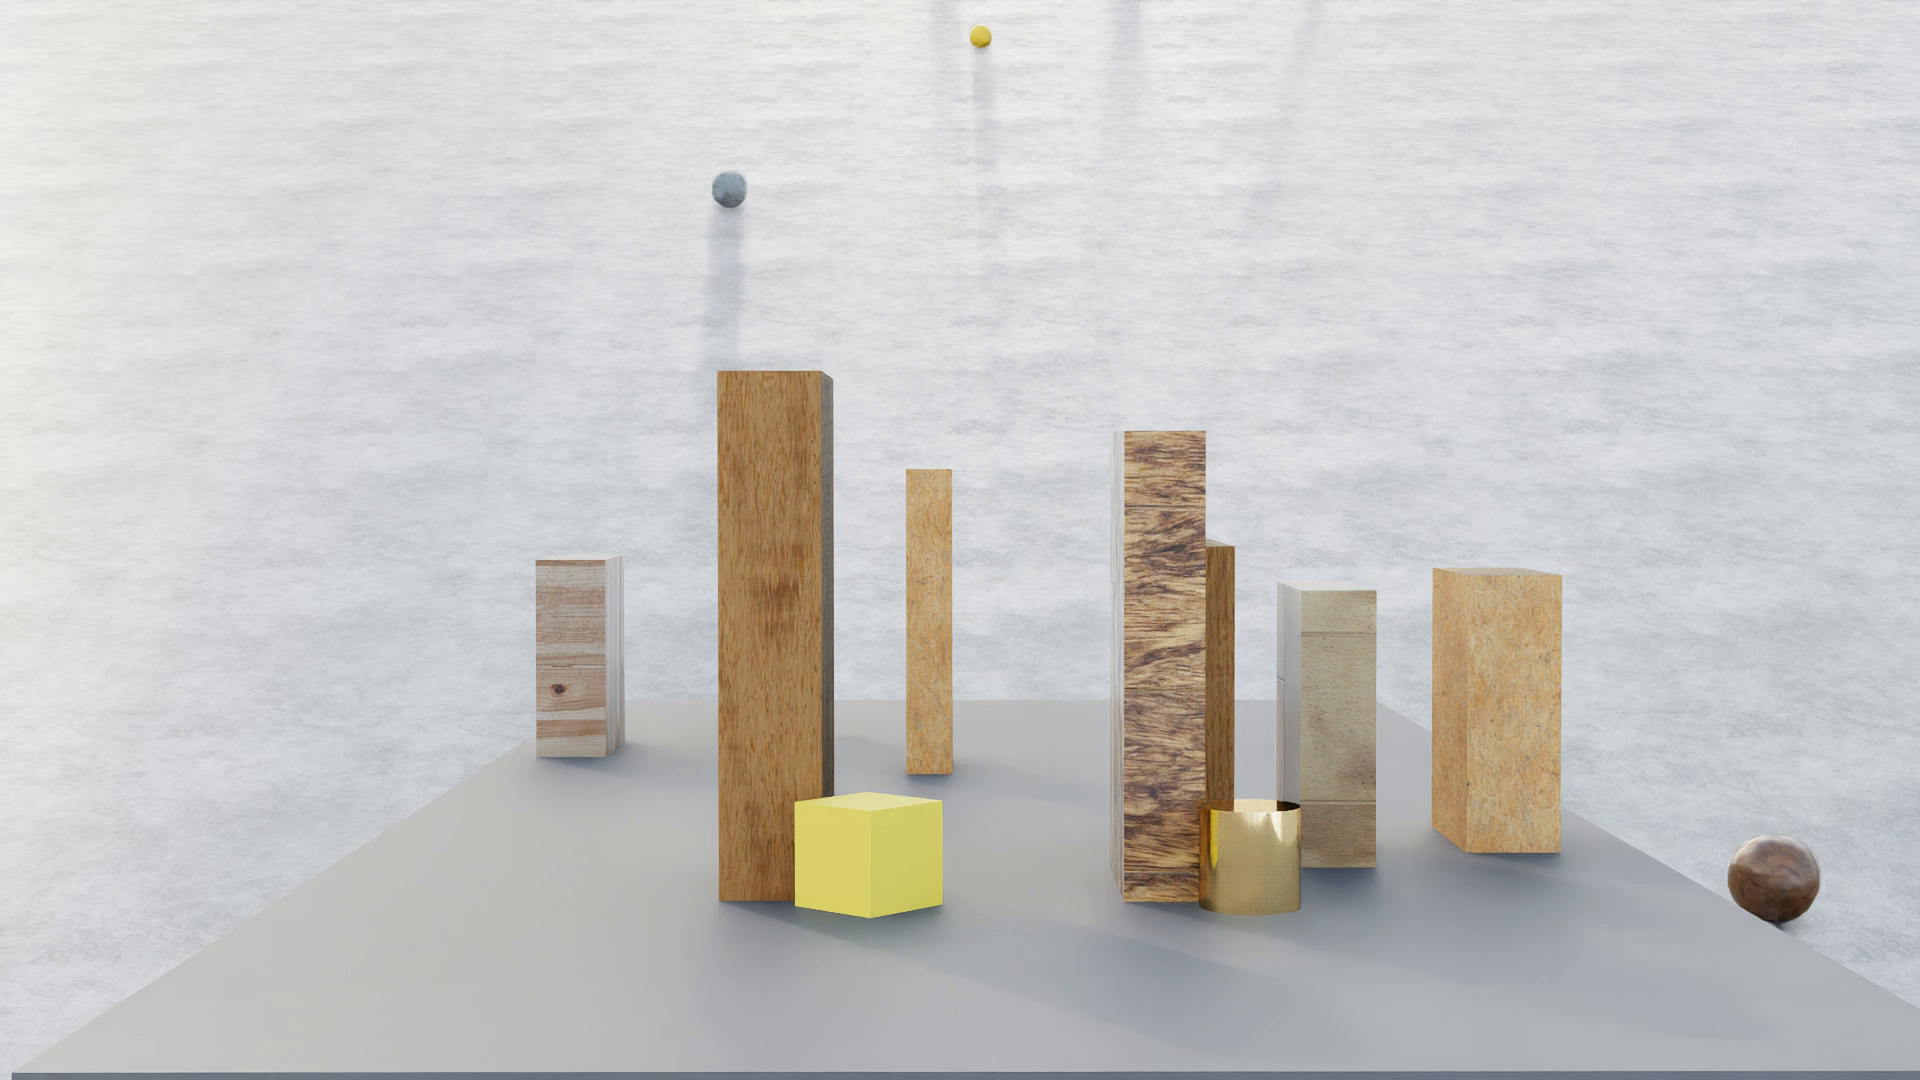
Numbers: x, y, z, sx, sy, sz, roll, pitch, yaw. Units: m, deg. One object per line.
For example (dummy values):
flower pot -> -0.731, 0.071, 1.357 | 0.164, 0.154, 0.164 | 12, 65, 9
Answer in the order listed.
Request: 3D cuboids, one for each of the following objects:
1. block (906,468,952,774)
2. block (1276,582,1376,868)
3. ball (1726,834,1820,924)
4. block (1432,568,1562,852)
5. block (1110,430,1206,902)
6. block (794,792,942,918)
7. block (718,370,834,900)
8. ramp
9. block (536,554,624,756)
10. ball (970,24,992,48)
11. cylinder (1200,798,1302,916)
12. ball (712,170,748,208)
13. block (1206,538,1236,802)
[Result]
block -> -0.060, 0.155, 5.117 | 0.089, 0.590, 0.260 | 0, 2, 0
block -> 0.563, 0.277, 3.983 | 0.113, 0.413, 0.290 | 0, 2, 0
ball -> 1.824, 0.758, 5.781 | 0.200, 0.200, 0.200 | 0, 25, 0
block -> 0.856, 0.265, 4.128 | 0.145, 0.429, 0.295 | 0, 2, 0
block -> 0.281, 0.169, 3.695 | 0.111, 0.647, 0.320 | 0, 2, 0
block -> -0.124, 0.427, 3.515 | 0.142, 0.142, 0.142 | 2, 2, 42
block -> -0.262, 0.127, 3.721 | 0.142, 0.730, 0.357 | 0, 2, 0
ramp -> 0.057, 0.517, 4.557 | 2.000, 0.100, 4.000 | 0, 2, 0
block -> -0.798, 0.238, 5.437 | 0.143, 0.405, 0.303 | 0, 2, 0
ball -> 0.104, -2.521, 12.903 | 0.117, 0.117, 0.117 | 0, 25, 0
cylinder -> 0.394, 0.430, 3.504 | 0.138, 0.138, 0.138 | 0, 2, 0
ball -> -0.941, -1.434, 10.535 | 0.150, 0.150, 0.150 | 0, 25, 0
block -> 0.343, 0.243, 4.002 | 0.126, 0.480, 0.386 | 0, 2, 0
